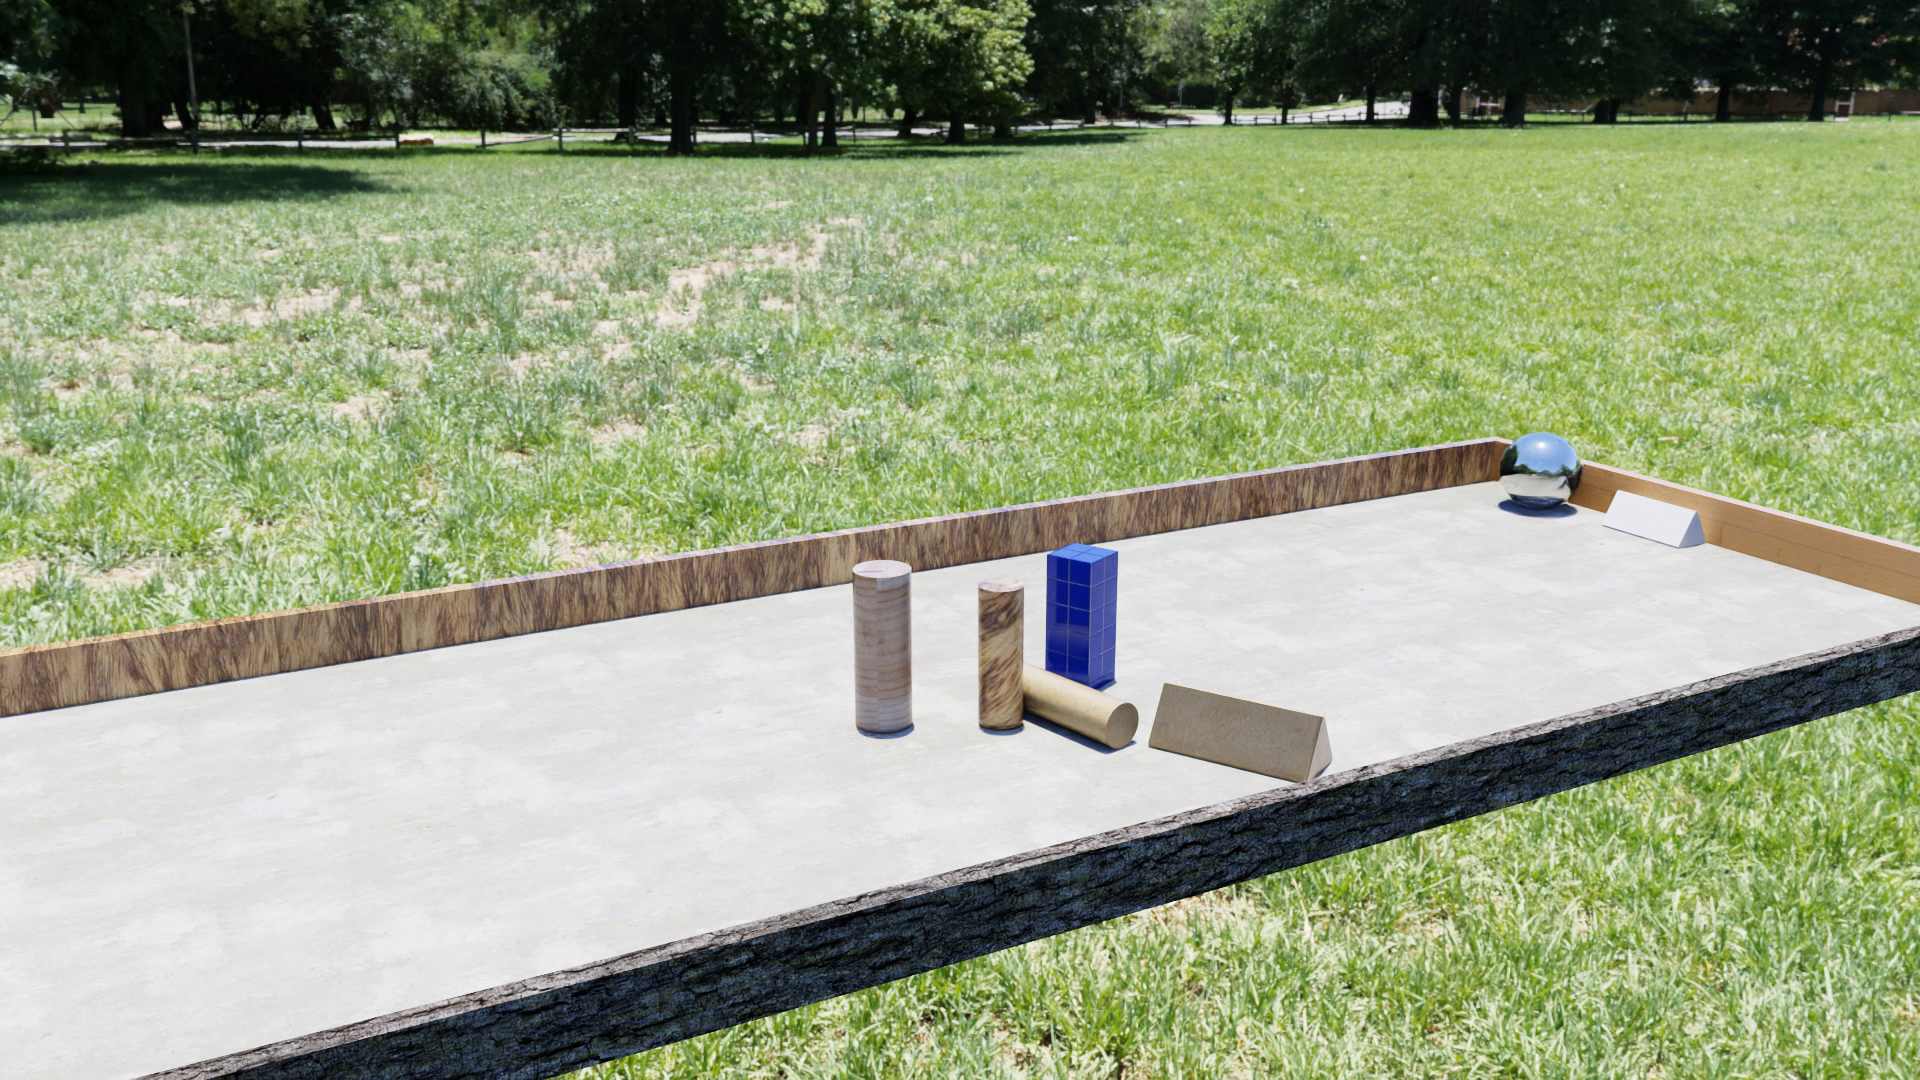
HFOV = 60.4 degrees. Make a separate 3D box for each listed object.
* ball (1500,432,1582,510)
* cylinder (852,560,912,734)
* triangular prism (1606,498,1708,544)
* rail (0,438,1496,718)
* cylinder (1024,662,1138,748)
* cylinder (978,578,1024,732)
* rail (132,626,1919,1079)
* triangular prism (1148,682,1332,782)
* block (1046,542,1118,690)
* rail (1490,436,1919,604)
[{"bbox_3d":[2.005,-0.241,5.698,0.269,0.269,0.269,0,16,0],"label":"ball"},{"bbox_3d":[-0.179,0.249,3.833,0.135,0.381,0.135,0,16,0],"label":"cylinder"},{"bbox_3d":[2.269,-0.074,5.399,0.130,0.113,0.306,-25,18,-28],"label":"triangular prism"},{"bbox_3d":[-3.305,0.497,3.399,12.000,0.150,0.050,-9,18,-27],"label":"rail"},{"bbox_3d":[0.226,0.374,3.888,0.109,0.109,0.431,-14,21,-39],"label":"cylinder"},{"bbox_3d":[0.095,0.266,3.841,0.107,0.342,0.107,0,17,0],"label":"cylinder"},{"bbox_3d":[-2.336,1.006,1.665,12.000,0.150,0.050,-9,18,-27],"label":"rail"},{"bbox_3d":[0.629,0.416,3.695,0.381,0.131,0.151,10,19,31],"label":"triangular prism"},{"bbox_3d":[0.302,0.193,4.100,0.128,0.337,0.128,12,20,34],"label":"block"},{"bbox_3d":[2.466,-0.048,5.253,0.050,0.150,2.100,-9,18,-27],"label":"rail"}]
